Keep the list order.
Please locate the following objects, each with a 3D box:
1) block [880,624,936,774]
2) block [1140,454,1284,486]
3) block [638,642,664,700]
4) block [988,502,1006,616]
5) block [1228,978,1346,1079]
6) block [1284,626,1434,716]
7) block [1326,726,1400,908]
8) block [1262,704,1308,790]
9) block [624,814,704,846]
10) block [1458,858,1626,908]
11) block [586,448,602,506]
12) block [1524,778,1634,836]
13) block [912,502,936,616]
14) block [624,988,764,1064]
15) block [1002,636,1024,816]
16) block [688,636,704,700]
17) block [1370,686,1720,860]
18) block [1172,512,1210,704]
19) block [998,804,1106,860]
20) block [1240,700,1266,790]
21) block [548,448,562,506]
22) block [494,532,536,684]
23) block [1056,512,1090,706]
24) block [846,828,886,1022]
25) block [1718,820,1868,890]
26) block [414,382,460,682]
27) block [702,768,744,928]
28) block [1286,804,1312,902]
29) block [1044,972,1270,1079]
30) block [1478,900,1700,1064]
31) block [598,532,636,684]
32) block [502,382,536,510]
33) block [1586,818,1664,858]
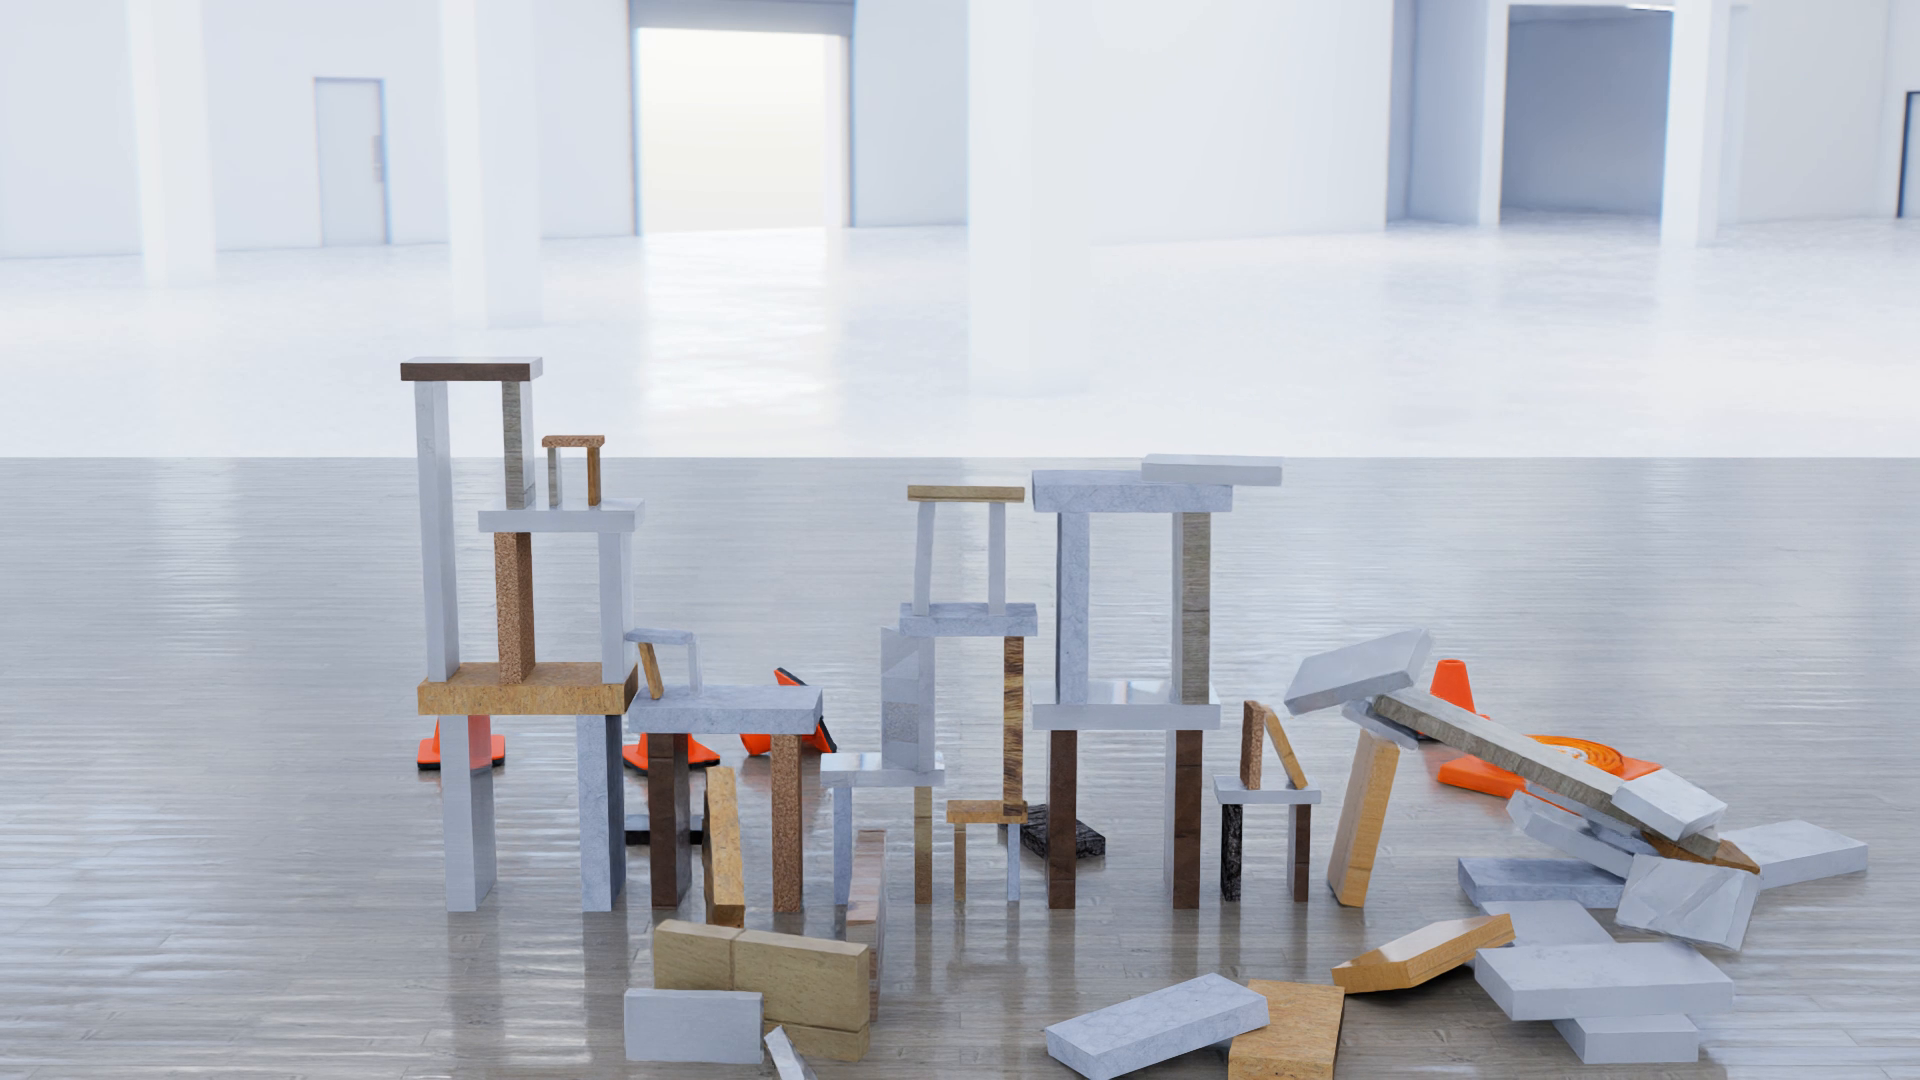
[{"bbox_3d":[-0.085,0.258,3.589,0.031,0.222,0.111,-7,13,-34],"label":"block"},{"bbox_3d":[0.405,-0.113,3.520,0.221,0.031,0.111,2,11,10],"label":"block"},{"bbox_3d":[-0.505,0.208,3.594,0.014,0.095,0.048,-13,10,3],"label":"block"},{"bbox_3d":[0.059,0.022,3.566,0.026,0.186,0.093,0,11,0],"label":"block"},{"bbox_3d":[0.457,0.684,3.054,0.137,0.039,0.275,2,11,13],"label":"block"},{"bbox_3d":[0.657,0.217,3.630,0.236,0.033,0.118,-19,24,39],"label":"block"},{"bbox_3d":[0.667,0.455,3.645,0.039,0.272,0.136,11,10,-2],"label":"block"},{"bbox_3d":[0.530,0.340,3.616,0.019,0.134,0.067,-26,11,0],"label":"block"},{"bbox_3d":[-0.513,0.522,3.964,0.219,0.027,0.094,0,11,-1],"label":"block"},{"bbox_3d":[0.981,0.571,3.665,0.272,0.039,0.136,0,11,1],"label":"block"},{"bbox_3d":[-0.590,-0.106,3.544,0.013,0.095,0.047,0,11,0],"label":"block"},{"bbox_3d":[1.022,0.426,3.632,0.178,0.025,0.089,24,17,5],"label":"block"},{"bbox_3d":[-0.058,0.022,3.565,0.026,0.186,0.093,3,10,-1],"label":"block"},{"bbox_3d":[-0.364,0.665,3.008,0.187,0.094,0.027,1,11,4],"label":"block"},{"bbox_3d":[0.087,0.292,3.616,0.031,0.300,0.111,0,11,1],"label":"block"},{"bbox_3d":[-0.433,0.208,3.594,0.014,0.095,0.048,-1,10,2],"label":"block"},{"bbox_3d":[0.958,0.369,3.621,0.593,0.033,0.118,24,17,4],"label":"block"},{"bbox_3d":[0.375,0.096,3.579,0.044,0.312,0.156,-1,11,0],"label":"block"},{"bbox_3d":[0.162,0.523,3.942,0.111,0.031,0.221,-4,11,-22],"label":"block"},{"bbox_3d":[0.481,0.337,3.618,0.019,0.134,0.067,1,10,-6],"label":"block"},{"bbox_3d":[-0.653,-0.106,3.544,0.013,0.094,0.047,0,11,0],"label":"block"},{"bbox_3d":[-0.723,0.098,3.574,0.035,0.248,0.124,0,11,0],"label":"block"},{"bbox_3d":[0.182,0.097,3.575,0.044,0.312,0.156,0,11,0],"label":"block"},{"bbox_3d":[-0.140,0.575,3.331,0.043,0.153,0.418,0,11,0],"label":"block"},{"bbox_3d":[1.386,0.545,3.789,0.315,0.045,0.158,-5,12,-25],"label":"block"},{"bbox_3d":[-0.844,-0.020,3.553,0.029,0.487,0.102,0,11,0],"label":"block"},{"bbox_3d":[-0.365,0.508,3.376,0.043,0.153,0.307,1,34,-10],"label":"block"},{"bbox_3d":[0.563,0.507,3.657,0.024,0.167,0.084,0,11,0],"label":"block"},{"bbox_3d":[0.271,0.667,3.021,0.275,0.039,0.137,-12,9,-24],"label":"block"},{"bbox_3d":[0.918,0.645,3.253,0.157,0.045,0.518,0,11,-3],"label":"block"},{"bbox_3d":[-0.558,0.098,3.574,0.035,0.248,0.124,0,11,0],"label":"block"},{"bbox_3d":[-0.707,-0.159,3.527,0.029,0.204,0.102,0,11,-1],"label":"block"},{"bbox_3d":[1.131,0.500,3.648,0.178,0.025,0.089,24,15,-4],"label":"block"}]
